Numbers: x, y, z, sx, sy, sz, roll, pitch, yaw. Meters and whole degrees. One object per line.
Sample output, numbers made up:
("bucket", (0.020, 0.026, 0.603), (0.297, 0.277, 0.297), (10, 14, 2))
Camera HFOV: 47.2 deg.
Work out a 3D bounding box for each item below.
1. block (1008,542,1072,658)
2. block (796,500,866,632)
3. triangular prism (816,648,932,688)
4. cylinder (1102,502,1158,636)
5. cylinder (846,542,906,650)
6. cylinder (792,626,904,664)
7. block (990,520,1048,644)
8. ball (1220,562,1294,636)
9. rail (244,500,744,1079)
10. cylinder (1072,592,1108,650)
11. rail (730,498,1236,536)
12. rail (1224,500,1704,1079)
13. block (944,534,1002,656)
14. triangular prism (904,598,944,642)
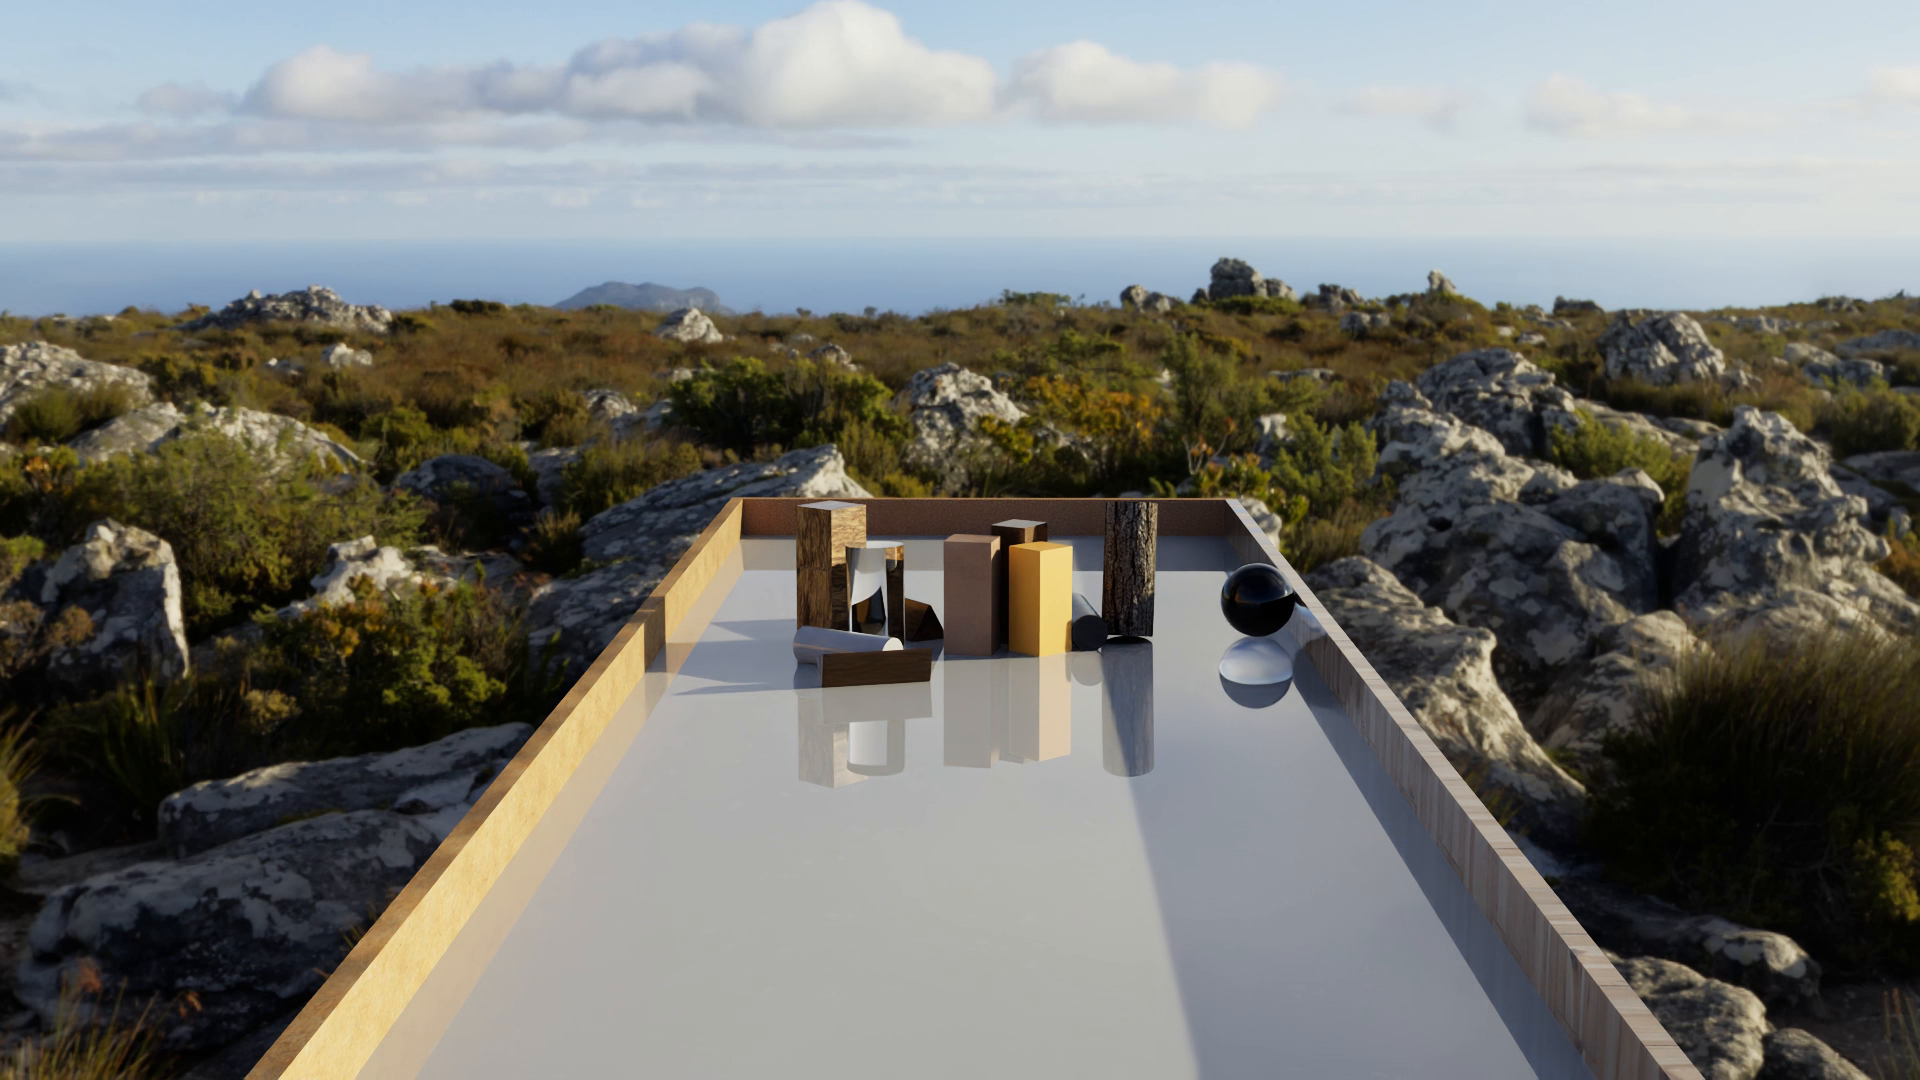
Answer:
("block", (0.249, 0.181, 6.812), (0.138, 0.329, 0.138), (-8, 12, -42))
("block", (-0.404, 0.109, 6.908), (0.155, 0.441, 0.155), (8, 12, 40))
("triangular prism", (-0.244, 0.349, 6.365), (0.322, 0.090, 0.104), (-2, 53, -15))
("cylinder", (0.539, 0.093, 6.995), (0.165, 0.422, 0.165), (2, -2, 0))
("cylinder", (-0.257, 0.185, 6.712), (0.179, 0.345, 0.179), (-1, 7, 0))
("cylinder", (-0.336, 0.329, 6.577), (0.330, 0.111, 0.111), (6, 11, 34))
("block", (0.189, 0.134, 6.949), (0.128, 0.377, 0.128), (6, 12, 35))
("ball", (0.953, 0.192, 7.044), (0.236, 0.236, 0.236), (0, 9, 0))
("rail", (-1.004, 0.839, 3.234), (0.050, 0.150, 12.000), (0, 9, 1))
("cylinder", (0.386, 0.258, 7.022), (0.112, 0.112, 0.402), (-1, 9, -5))
("rail", (0.099, -0.098, 9.147), (2.100, 0.150, 0.050), (0, 9, 1))
("rail", (1.046, 0.843, 3.208), (0.050, 0.150, 12.000), (0, 9, 1))
("block", (0.039, 0.170, 6.810), (0.149, 0.353, 0.149), (2, 9, 12))
("triangular prism", (-0.225, 0.231, 7.177), (0.128, 0.111, 0.458), (-6, 11, -34))
